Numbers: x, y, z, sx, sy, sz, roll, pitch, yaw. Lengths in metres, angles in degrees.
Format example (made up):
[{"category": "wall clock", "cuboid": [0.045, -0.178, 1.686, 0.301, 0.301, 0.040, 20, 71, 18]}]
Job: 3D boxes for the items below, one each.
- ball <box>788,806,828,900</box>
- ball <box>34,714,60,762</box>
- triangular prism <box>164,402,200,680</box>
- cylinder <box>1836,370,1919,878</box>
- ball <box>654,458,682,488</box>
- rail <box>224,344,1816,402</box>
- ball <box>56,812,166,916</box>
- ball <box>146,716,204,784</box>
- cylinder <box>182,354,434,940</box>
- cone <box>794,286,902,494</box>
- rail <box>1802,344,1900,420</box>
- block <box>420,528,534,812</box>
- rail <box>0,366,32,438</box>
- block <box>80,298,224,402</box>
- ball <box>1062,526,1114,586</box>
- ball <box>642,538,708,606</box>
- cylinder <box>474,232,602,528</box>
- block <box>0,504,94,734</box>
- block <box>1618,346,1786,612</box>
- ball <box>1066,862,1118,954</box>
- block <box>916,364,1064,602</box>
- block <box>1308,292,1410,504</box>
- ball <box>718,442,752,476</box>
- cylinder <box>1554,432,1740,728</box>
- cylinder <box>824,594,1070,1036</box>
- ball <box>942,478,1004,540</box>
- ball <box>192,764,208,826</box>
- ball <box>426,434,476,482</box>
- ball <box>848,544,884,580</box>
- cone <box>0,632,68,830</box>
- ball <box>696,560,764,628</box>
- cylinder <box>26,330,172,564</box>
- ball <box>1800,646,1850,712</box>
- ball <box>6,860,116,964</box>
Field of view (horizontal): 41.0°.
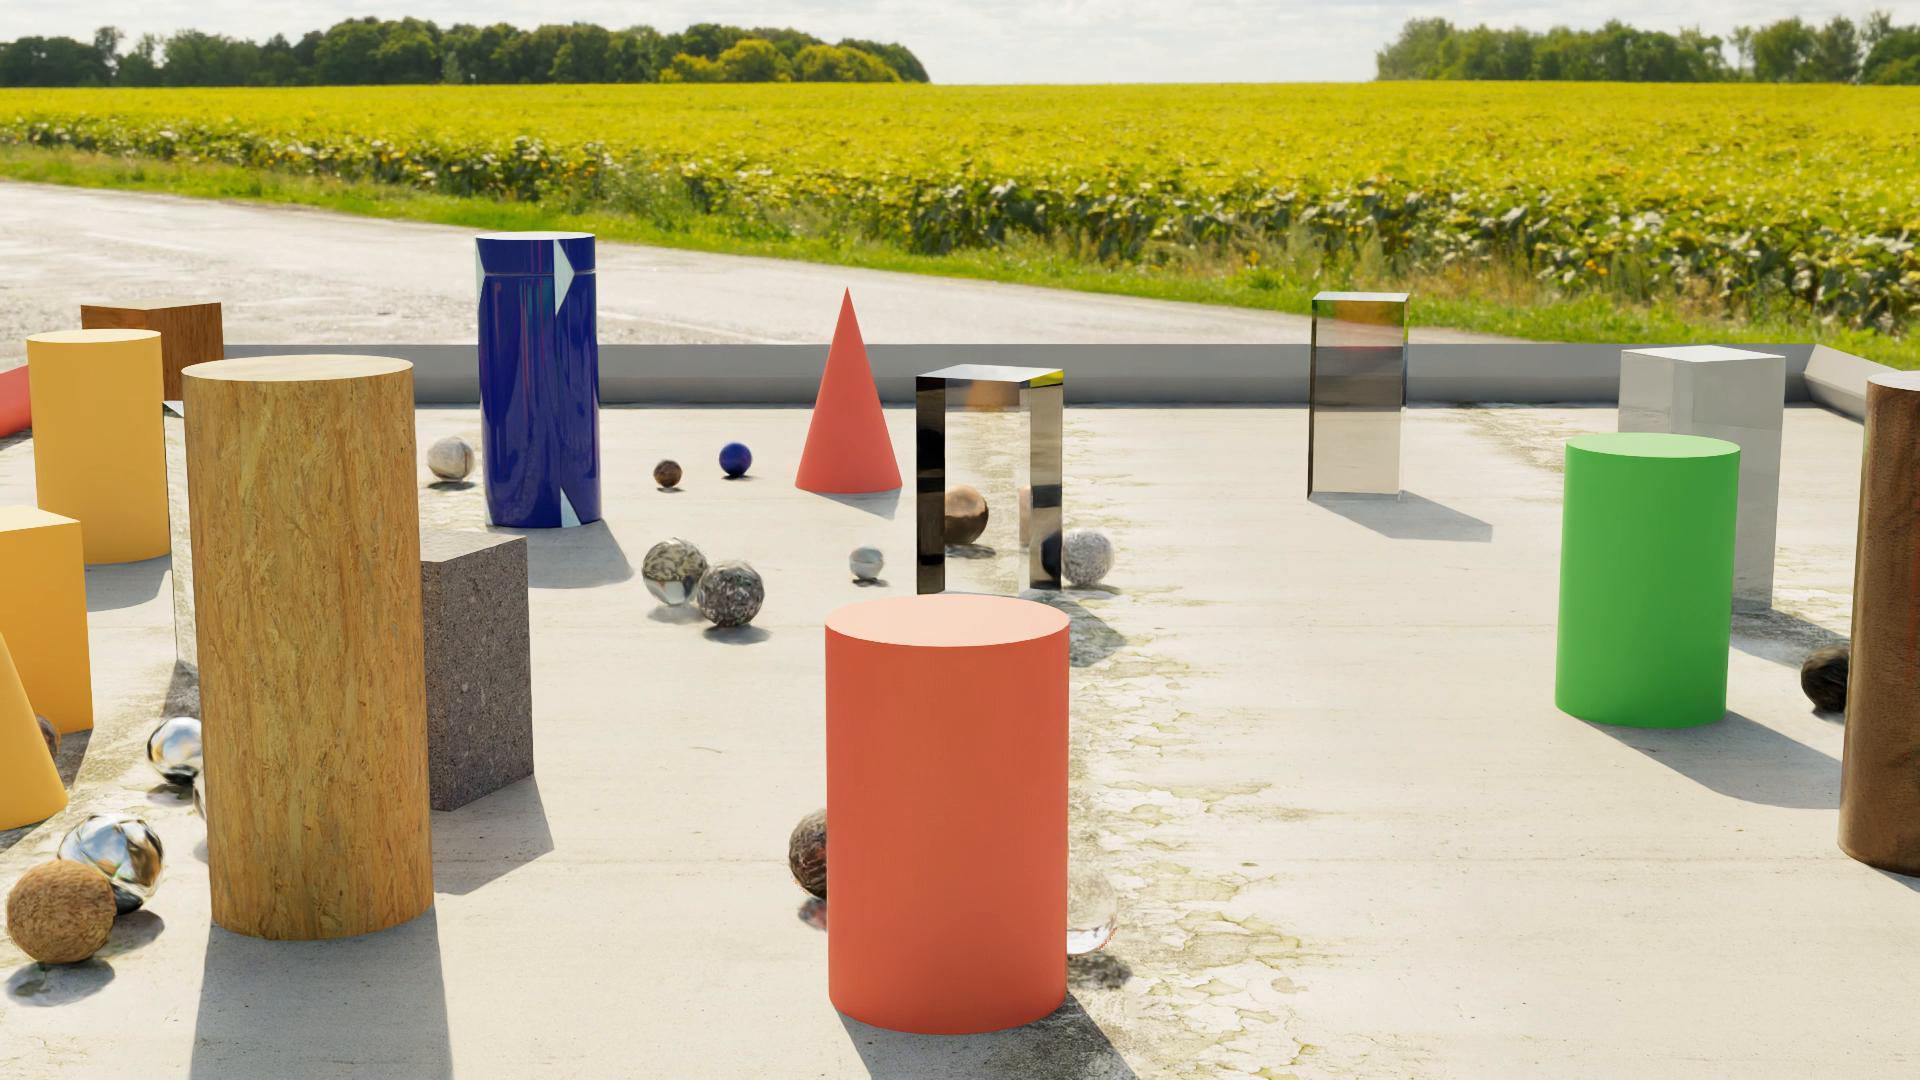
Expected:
[{"category": "ball", "cuboid": [-0.110, 0.275, 2.258, 0.082, 0.082, 0.082, 0, 11, 0]}, {"category": "ball", "cuboid": [-0.964, 0.211, 2.648, 0.066, 0.066, 0.066, 0, 11, 0]}, {"category": "triangular prism", "cuboid": [-0.909, -0.005, 3.114, 0.142, 0.320, 0.164, 7, 13, 33]}, {"category": "cylinder", "cuboid": [0.919, 0.075, 2.357, 0.189, 0.441, 0.189, 0, 11, 0]}, {"category": "ball", "cuboid": [-0.506, -0.116, 4.445, 0.050, 0.050, 0.050, 0, 11, 0]}, {"category": "rail", "cuboid": [-0.012, -0.359, 5.545, 3.746, 0.123, 0.045, 0, 11, 0]}, {"category": "ball", "cuboid": [-0.733, 0.280, 2.213, 0.090, 0.090, 0.090, 0, 11, 0]}, {"category": "ball", "cuboid": [-0.794, 0.215, 2.618, 0.069, 0.069, 0.069, 0, 11, 0]}, {"category": "cylinder", "cuboid": [-0.557, 0.087, 2.205, 0.189, 0.473, 0.189, 0, 11, 0]}, {"category": "cone", "cuboid": [-0.194, -0.268, 4.447, 0.189, 0.348, 0.189, 0, 11, 0]}, {"category": "rail", "cuboid": [1.850, 0.030, 3.460, 0.045, 0.123, 4.311, 0, 11, 0]}, {"category": "block", "cuboid": [-0.541, 0.126, 2.599, 0.152, 0.251, 0.152, 5, 11, 23]}, {"category": "rail", "cuboid": [-1.850, 0.034, 3.439, 0.045, 0.123, 4.311, 0, 11, 0]}, {"category": "block", "cuboid": [-1.285, -0.205, 4.108, 0.152, 0.348, 0.152, 7, 12, 32]}, {"category": "ball", "cuboid": [0.174, 0.022, 3.614, 0.083, 0.083, 0.083, 0, 11, 0]}, {"category": "ball", "cuboid": [-0.385, 0.043, 3.468, 0.091, 0.091, 0.091, 0, 11, 0]}, {"category": "cylinder", "cuboid": [-0.674, -0.259, 4.108, 0.189, 0.455, 0.189, 0, 11, 0]}, {"category": "block", "cuboid": [-1.066, 0.093, 2.824, 0.152, 0.233, 0.152, -10, 14, -42]}, {"category": "block", "cuboid": [0.997, -0.083, 3.474, 0.152, 0.341, 0.152, -5, 12, -23]}, {"category": "ball", "cuboid": [0.093, 0.305, 2.120, 0.075, 0.075, 0.075, 0, 11, 0]}, {"category": "block", "cuboid": [0.041, -0.074, 3.511, 0.152, 0.311, 0.152, 5, 12, 24]}, {"category": "block", "cuboid": [0.675, -0.243, 4.343, 0.152, 0.338, 0.152, 2, 11, 13]}, {"category": "ball", "cuboid": [-0.400, -0.145, 4.572, 0.062, 0.062, 0.062, 0, 11, 0]}, {"category": "cylinder", "cuboid": [0.777, 0.042, 2.907, 0.189, 0.303, 0.189, 0, 11, 0]}, {"category": "cylinder", "cuboid": [-0.010, 0.210, 2.011, 0.189, 0.302, 0.189, 0, 11, 0]}, {"category": "ball", "cuboid": [0.021, -0.048, 3.958, 0.095, 0.095, 0.095, 0, 11, 0]}, {"category": "ball", "cuboid": [-0.688, 0.240, 2.444, 0.084, 0.084, 0.084, 0, 11, 0]}, {"category": "ball", "cuboid": [-0.893, -0.143, 4.502, 0.084, 0.084, 0.084, 0, 11, 0]}, {"category": "ball", "cuboid": [-0.133, 0.031, 3.654, 0.052, 0.052, 0.052, 0, 11, 0]}, {"category": "cone", "cuboid": [-0.980, 0.109, 2.505, 0.189, 0.318, 0.189, 0, 11, 0]}, {"category": "ball", "cuboid": [-0.299, 0.069, 3.346, 0.089, 0.089, 0.089, 0, 11, 0]}, {"category": "cylinder", "cuboid": [-1.283, -0.142, 3.831, 0.189, 0.327, 0.189, 0, 11, 0]}, {"category": "ball", "cuboid": [0.994, 0.157, 2.914, 0.074, 0.074, 0.074, 0, 11, 0]}, {"category": "ball", "cuboid": [-0.735, 0.304, 2.097, 0.085, 0.085, 0.085, 0, 11, 0]}]
